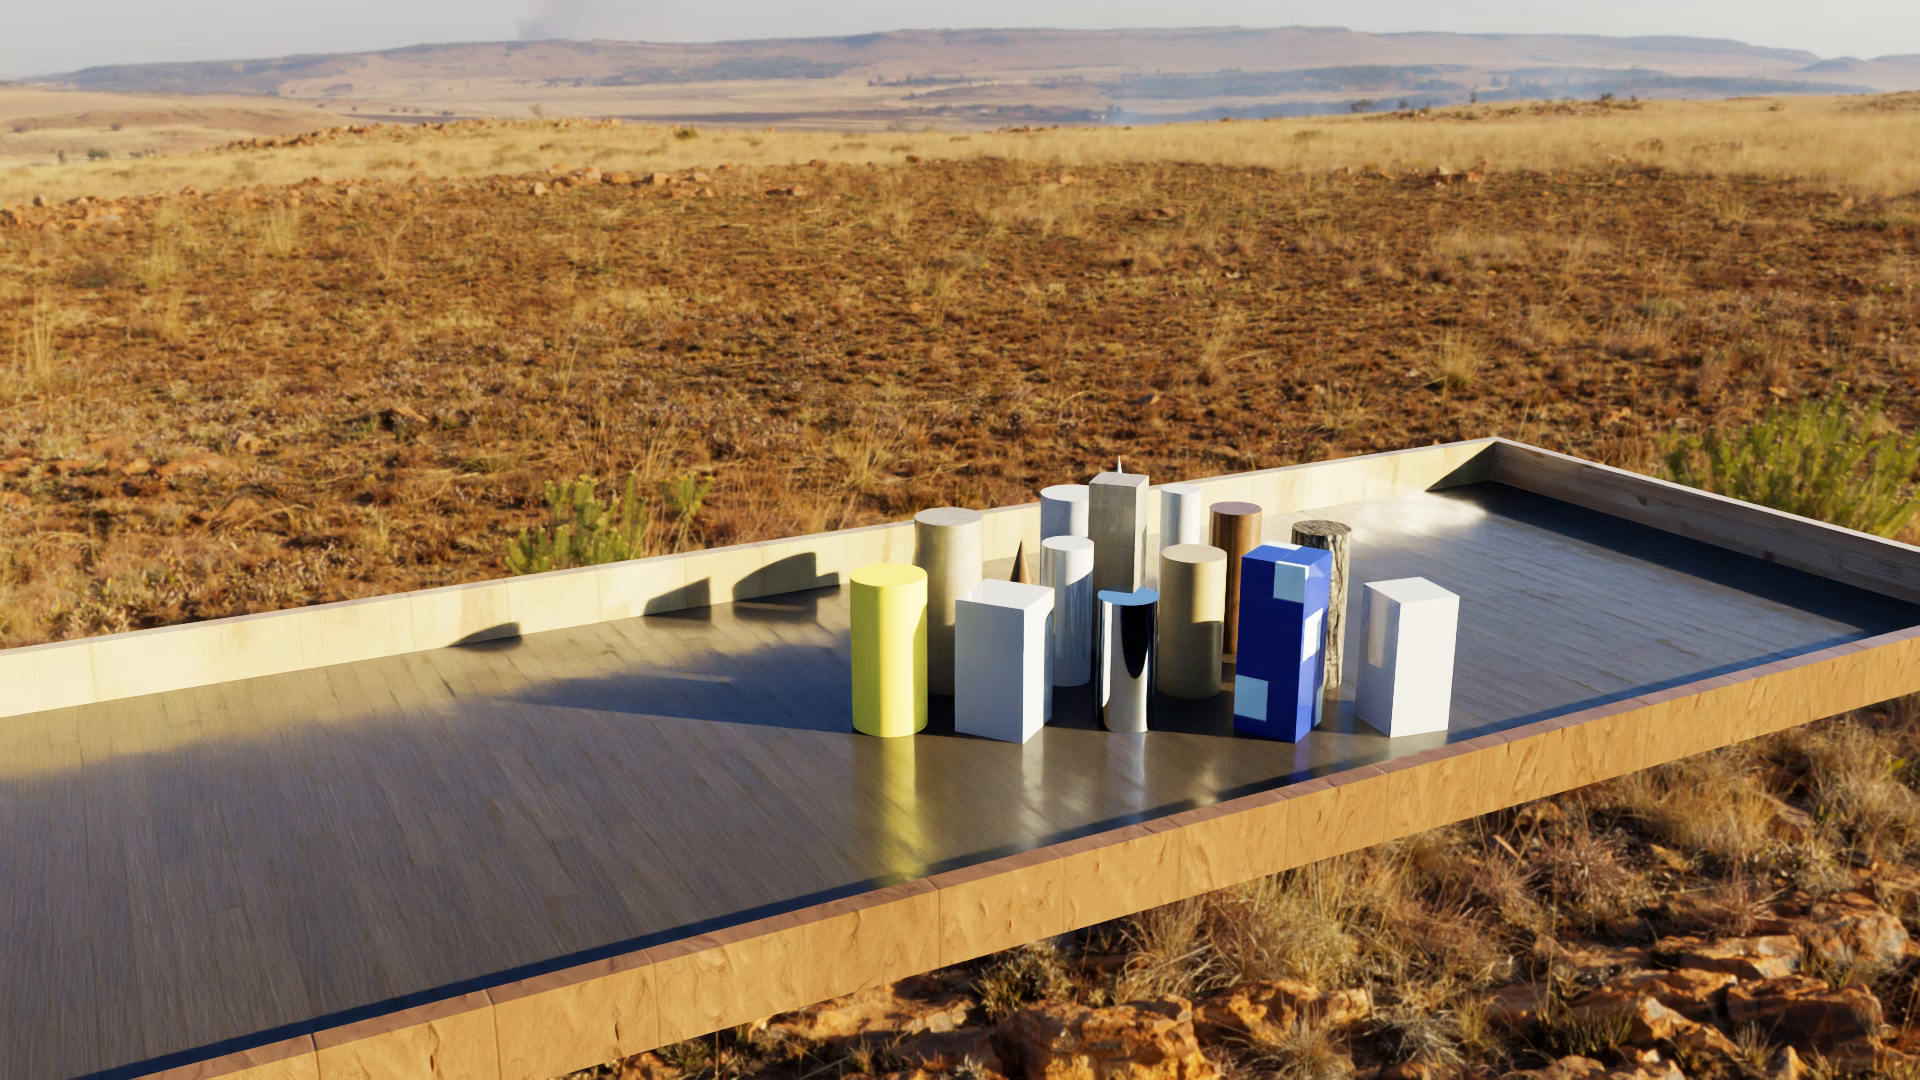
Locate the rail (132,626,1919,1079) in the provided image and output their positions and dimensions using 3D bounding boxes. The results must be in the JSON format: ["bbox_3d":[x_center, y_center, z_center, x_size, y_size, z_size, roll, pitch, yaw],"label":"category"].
[{"bbox_3d":[-2.336,1.006,1.665,12.000,0.150,0.050,-9,18,-27],"label":"rail"}]

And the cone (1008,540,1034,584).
[{"bbox_3d":[0.161,0.139,4.343,0.164,0.304,0.164,0,16,0],"label":"cone"}]

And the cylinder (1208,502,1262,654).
[{"bbox_3d":[0.717,0.099,4.343,0.137,0.380,0.137,0,16,0],"label":"cylinder"}]

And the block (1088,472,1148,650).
[{"bbox_3d":[0.412,0.061,4.338,0.126,0.456,0.126,6,17,19],"label":"block"}]

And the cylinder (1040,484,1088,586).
[{"bbox_3d":[0.310,0.043,4.572,0.178,0.359,0.178,0,16,0],"label":"cylinder"}]

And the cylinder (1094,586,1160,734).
[{"bbox_3d":[0.389,0.278,3.852,0.143,0.313,0.143,0,16,0],"label":"cylinder"}]

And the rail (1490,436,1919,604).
[{"bbox_3d":[2.466,-0.048,5.253,0.050,0.150,2.100,-9,18,-27],"label":"rail"}]

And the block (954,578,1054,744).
[{"bbox_3d":[0.103,0.278,3.833,0.172,0.324,0.172,8,18,25],"label":"block"}]

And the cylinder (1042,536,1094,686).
[{"bbox_3d":[0.266,0.177,4.123,0.128,0.354,0.128,0,16,0],"label":"cylinder"}]

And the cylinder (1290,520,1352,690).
[{"bbox_3d":[0.888,0.161,4.103,0.144,0.398,0.144,0,16,0],"label":"cylinder"}]

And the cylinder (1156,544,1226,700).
[{"bbox_3d":[0.569,0.200,4.056,0.159,0.349,0.159,0,16,0],"label":"cylinder"}]

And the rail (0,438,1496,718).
[{"bbox_3d":[-3.305,0.497,3.399,12.000,0.150,0.050,-9,18,-27],"label":"rail"}]

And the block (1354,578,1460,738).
[{"bbox_3d":[1.040,0.272,3.850,0.154,0.327,0.154,-5,17,-18],"label":"block"}]

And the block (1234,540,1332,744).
[{"bbox_3d":[0.745,0.233,3.815,0.155,0.421,0.155,11,19,32],"label":"block"}]

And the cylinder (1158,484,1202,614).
[{"bbox_3d":[0.608,0.035,4.585,0.111,0.368,0.111,0,16,0],"label":"cylinder"}]

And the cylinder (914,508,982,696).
[{"bbox_3d":[-0.028,0.150,4.074,0.167,0.434,0.167,0,16,0],"label":"cylinder"}]

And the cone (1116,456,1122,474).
[{"bbox_3d":[0.463,-0.058,4.849,0.122,0.396,0.122,0,16,0],"label":"cone"}]

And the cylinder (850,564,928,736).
[{"bbox_3d":[-0.165,0.254,3.841,0.178,0.366,0.178,0,16,0],"label":"cylinder"}]
